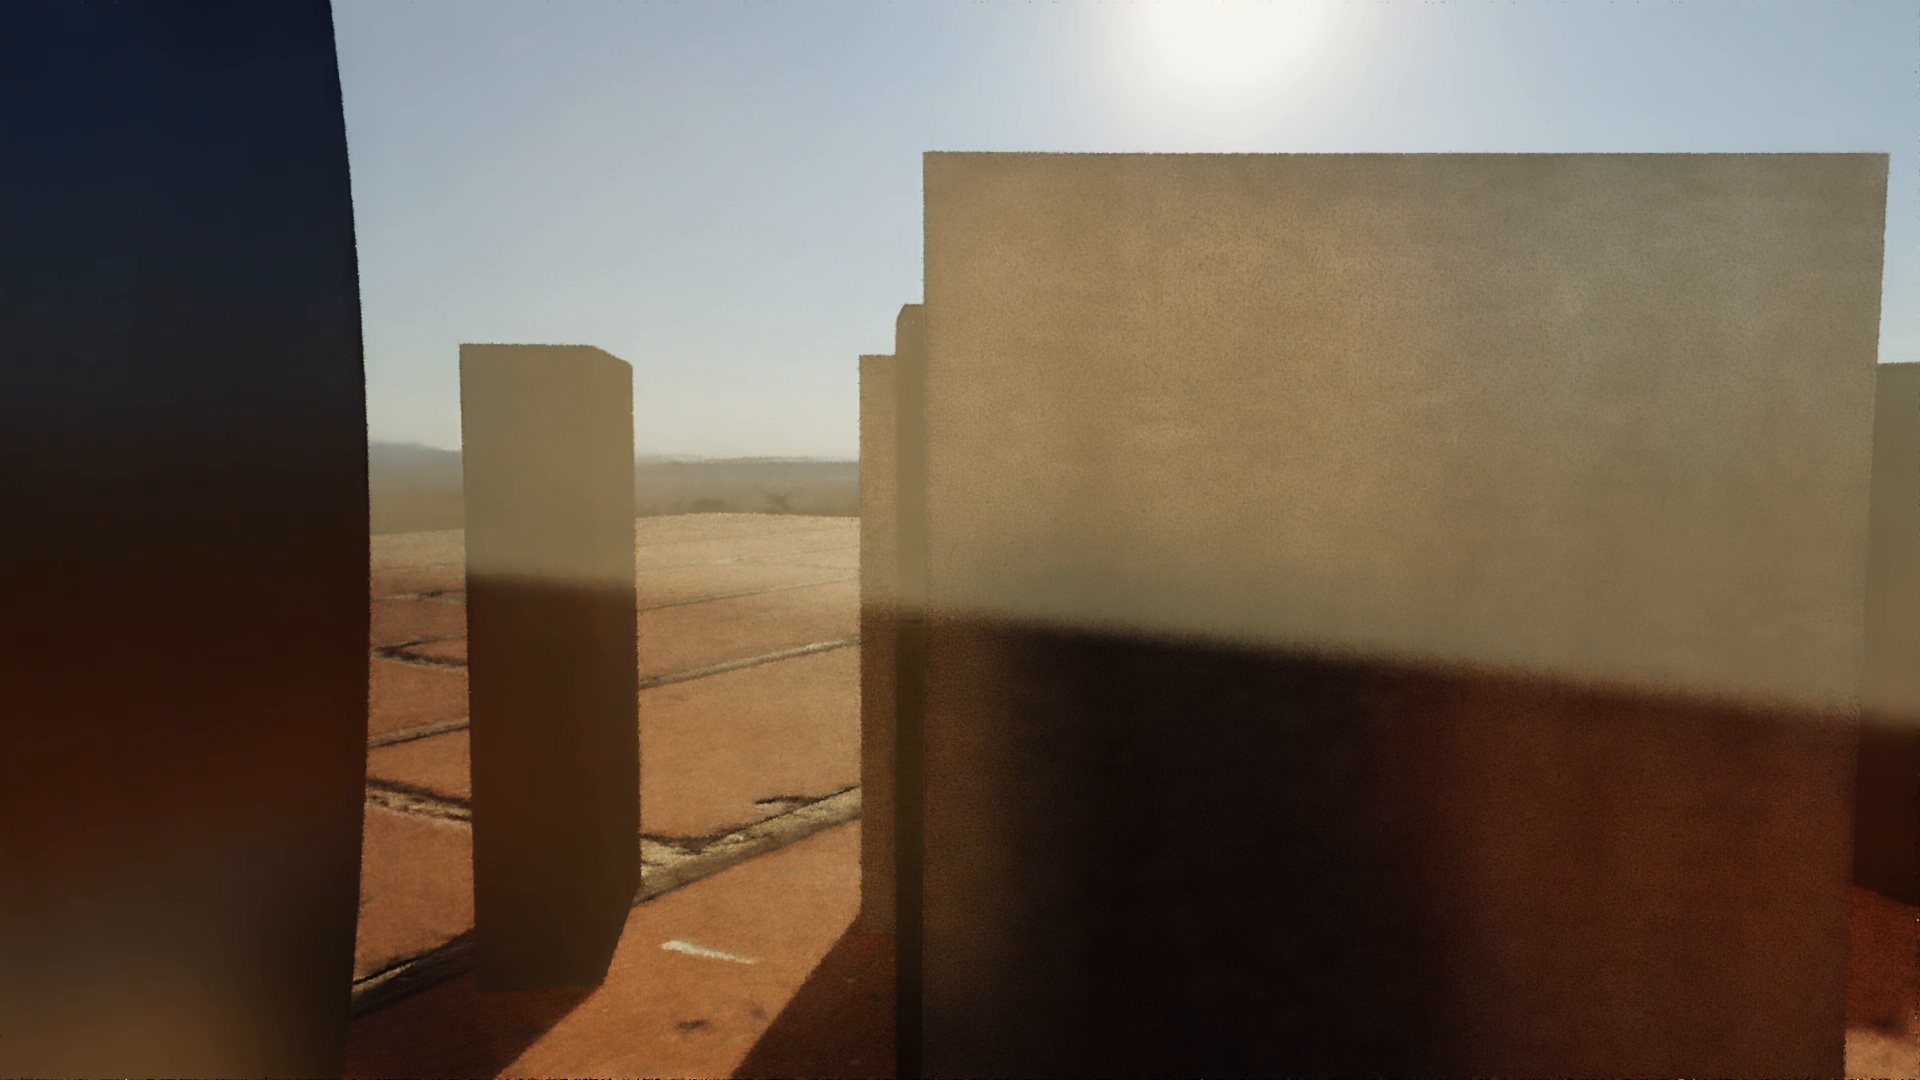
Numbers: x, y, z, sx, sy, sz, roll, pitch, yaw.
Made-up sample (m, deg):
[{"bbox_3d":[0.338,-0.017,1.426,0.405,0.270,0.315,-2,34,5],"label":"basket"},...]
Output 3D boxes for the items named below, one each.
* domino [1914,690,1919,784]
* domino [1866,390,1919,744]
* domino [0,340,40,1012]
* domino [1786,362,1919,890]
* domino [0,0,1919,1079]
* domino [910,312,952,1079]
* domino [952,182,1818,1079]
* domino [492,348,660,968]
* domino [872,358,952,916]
[{"bbox_3d":[0.131,0.006,0.152,0.010,0.050,0.025,-3,5,-38],"label":"domino"},{"bbox_3d":[0.147,0.004,0.185,0.025,0.050,0.010,0,4,-6],"label":"domino"},{"bbox_3d":[-0.081,0.010,0.103,0.010,0.050,0.025,-3,5,-36],"label":"domino"},{"bbox_3d":[0.090,0.008,0.134,0.009,0.050,0.025,-1,4,-14],"label":"domino"},{"bbox_3d":[0.009,0.017,0.006,0.025,0.050,0.009,1,4,12],"label":"domino"},{"bbox_3d":[0.010,0.011,0.081,0.025,0.050,0.010,0,4,-6],"label":"domino"},{"bbox_3d":[0.012,0.014,0.044,0.025,0.050,0.009,0,4,-1],"label":"domino"},{"bbox_3d":[-0.034,0.009,0.115,0.009,0.050,0.025,-1,4,-7],"label":"domino"},{"bbox_3d":[0.005,0.009,0.118,0.025,0.050,0.009,0,4,2],"label":"domino"}]
